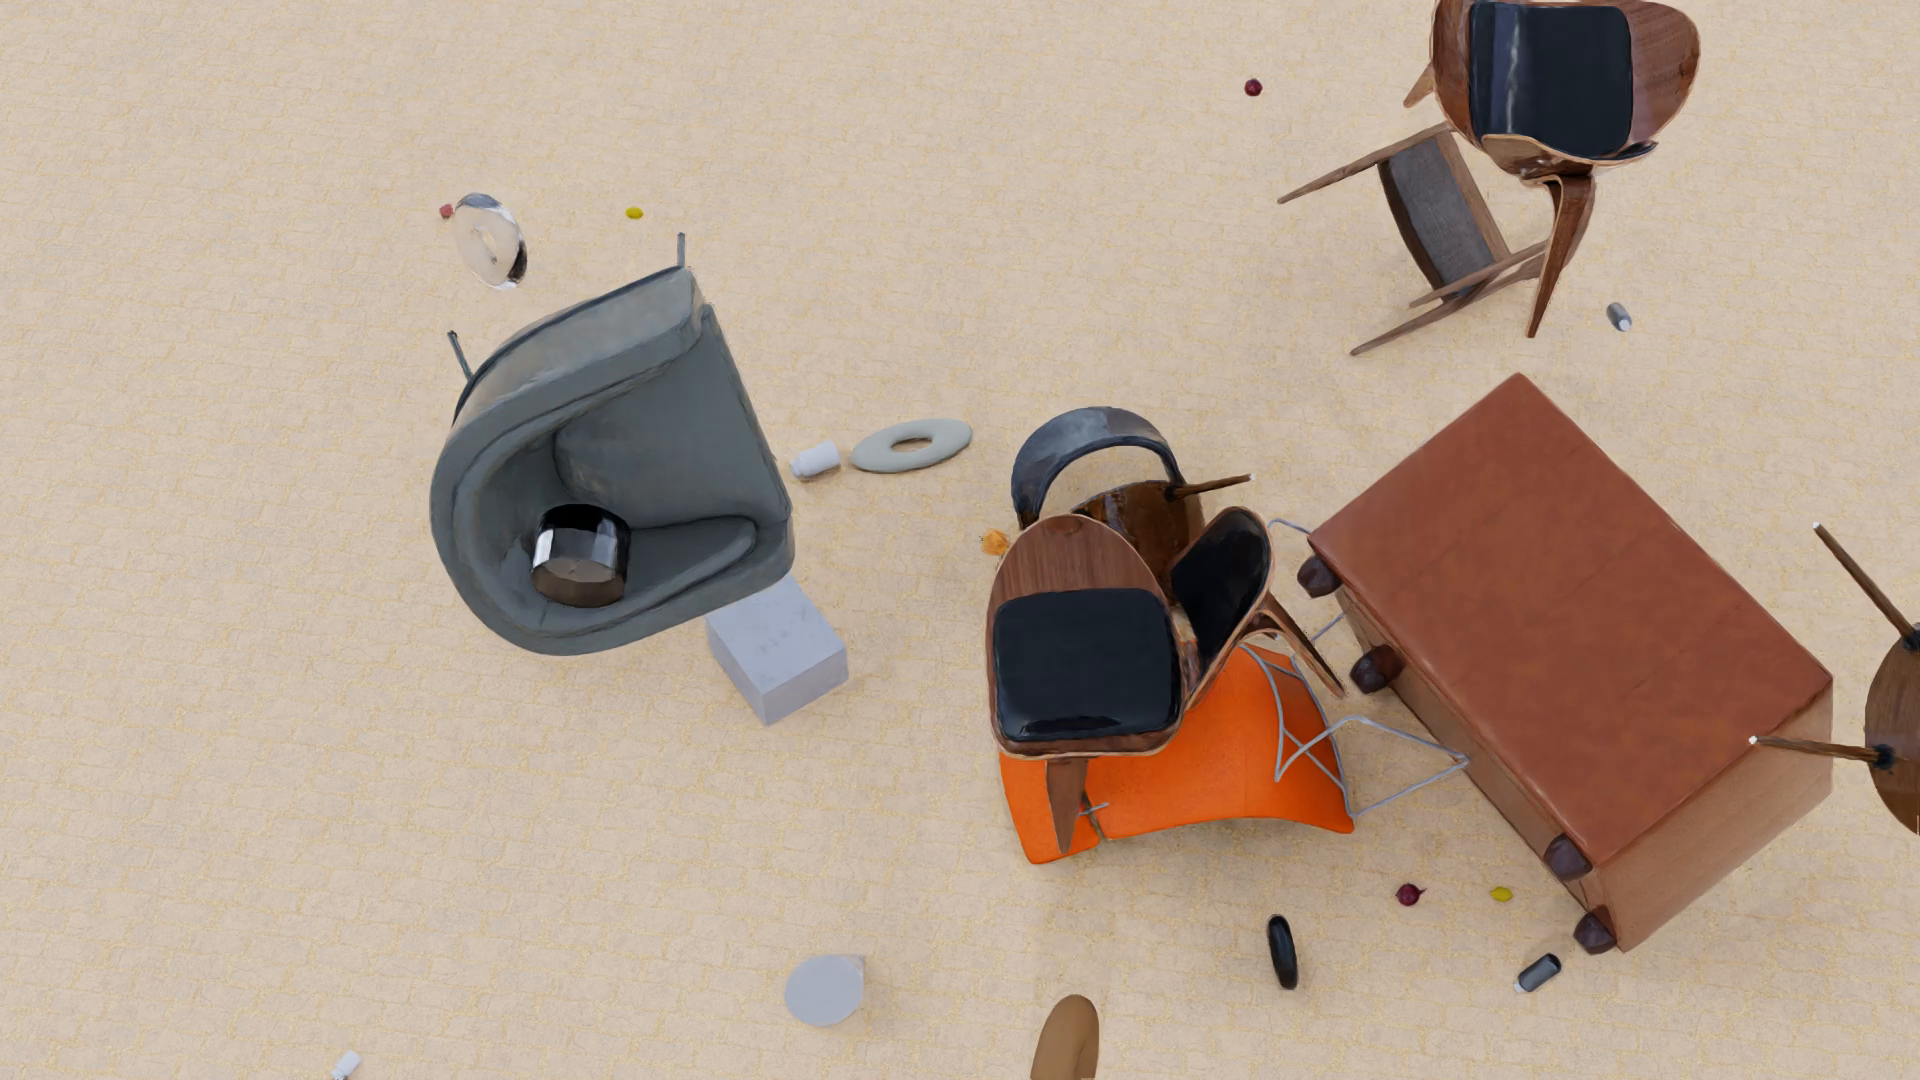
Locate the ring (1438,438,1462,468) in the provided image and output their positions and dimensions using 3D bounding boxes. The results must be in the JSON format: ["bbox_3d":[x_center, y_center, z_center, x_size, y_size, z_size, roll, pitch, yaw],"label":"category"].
[{"bbox_3d":[1.501,-0.264,6.732,0.067,0.032,0.111,19,59,10],"label":"ring"}]

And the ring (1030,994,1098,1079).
[{"bbox_3d":[0.252,1.295,5.337,0.104,0.266,0.413,3,49,20],"label":"ring"}]

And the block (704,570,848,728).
[{"bbox_3d":[-0.521,0.307,6.257,0.275,0.185,0.315,-29,61,-18],"label":"block"}]

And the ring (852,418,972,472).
[{"bbox_3d":[-0.147,-0.291,6.740,0.387,0.048,0.168,-14,59,-11],"label":"ring"}]

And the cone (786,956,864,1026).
[{"bbox_3d":[-0.302,1.133,5.749,0.175,0.275,0.205,55,34,2],"label":"cone"}]

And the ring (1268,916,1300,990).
[{"bbox_3d":[0.844,1.078,5.739,0.056,0.217,0.125,-12,20,1],"label":"ring"}]

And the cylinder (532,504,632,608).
[{"bbox_3d":[-0.919,0.039,5.346,0.226,0.177,0.179,11,44,-13],"label":"cylinder"}]

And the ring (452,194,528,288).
[{"bbox_3d":[-1.501,-0.954,7.026,0.324,0.328,0.084,29,45,29],"label":"ring"}]
